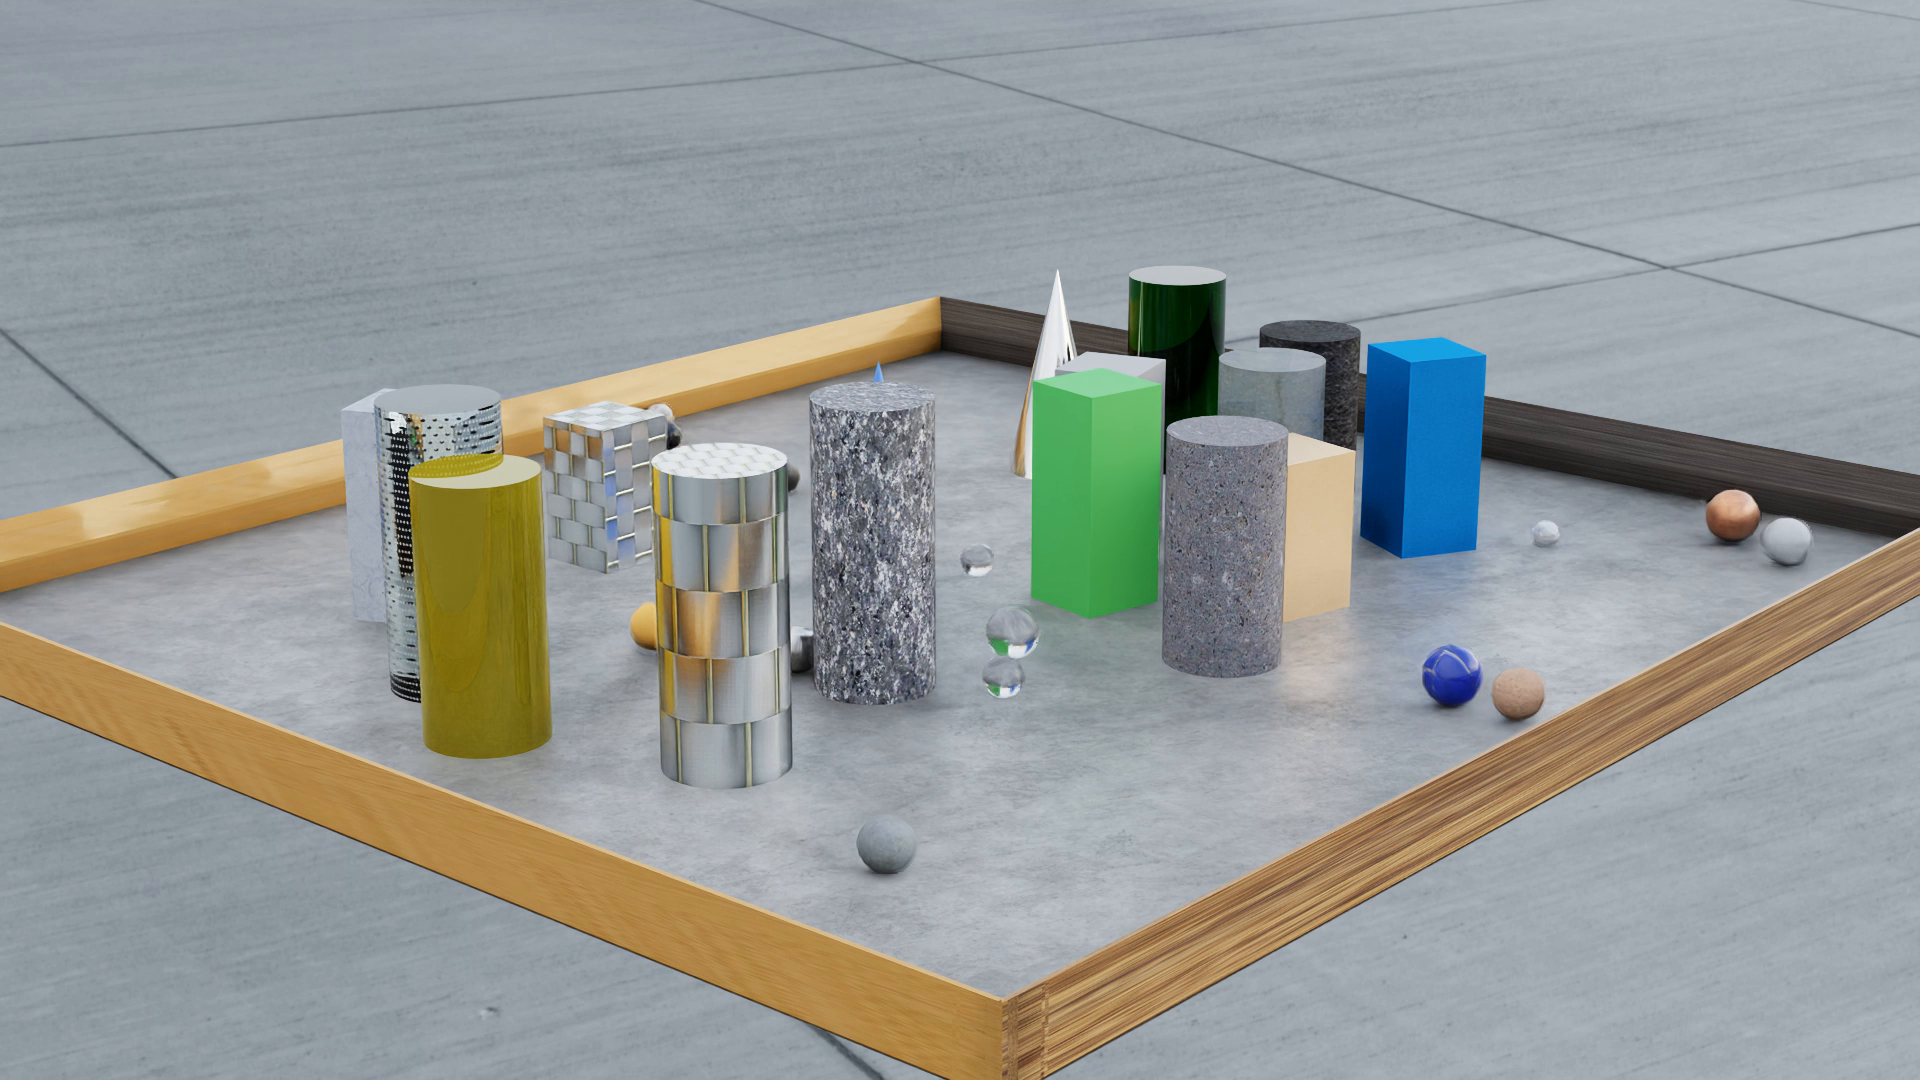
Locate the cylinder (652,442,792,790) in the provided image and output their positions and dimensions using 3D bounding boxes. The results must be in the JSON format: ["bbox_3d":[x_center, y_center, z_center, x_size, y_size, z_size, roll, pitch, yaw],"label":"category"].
[{"bbox_3d":[-0.345,0.109,4.277,0.195,0.467,0.195,0,17,0],"label":"cylinder"}]

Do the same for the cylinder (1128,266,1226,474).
[{"bbox_3d":[0.435,-0.344,5.918,0.195,0.387,0.195,0,17,0],"label":"cylinder"}]

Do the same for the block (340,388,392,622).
[{"bbox_3d":[-0.937,-0.056,4.997,0.156,0.368,0.156,5,17,16],"label":"block"}]

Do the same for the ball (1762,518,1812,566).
[{"bbox_3d":[1.492,0.003,5.288,0.086,0.086,0.086,0,17,0],"label":"ball"}]

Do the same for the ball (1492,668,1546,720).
[{"bbox_3d":[0.861,0.237,4.521,0.081,0.081,0.081,0,17,0],"label":"ball"}]

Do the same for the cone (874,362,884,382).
[{"bbox_3d":[-0.141,-0.119,5.146,0.195,0.403,0.195,0,17,0],"label":"cone"}]

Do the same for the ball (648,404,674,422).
[{"bbox_3d":[-0.636,-0.259,6.200,0.059,0.059,0.059,0,17,0],"label":"ball"}]

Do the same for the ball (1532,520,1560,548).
[{"bbox_3d":[1.080,-0.012,5.401,0.049,0.049,0.049,0,17,0],"label":"ball"}]

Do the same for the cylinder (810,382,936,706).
[{"bbox_3d":[-0.136,0.004,4.616,0.195,0.473,0.195,0,17,0],"label":"cylinder"}]

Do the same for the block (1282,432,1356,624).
[{"bbox_3d":[0.564,-0.023,5.044,0.156,0.277,0.156,-12,21,-35],"label":"block"}]

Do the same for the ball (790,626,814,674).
[{"bbox_3d":[-0.259,0.177,4.730,0.076,0.076,0.076,0,17,0],"label":"ball"}]

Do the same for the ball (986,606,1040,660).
[{"bbox_3d":[0.086,0.152,4.792,0.088,0.088,0.088,0,17,0],"label":"ball"}]

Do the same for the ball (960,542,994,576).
[{"bbox_3d":[0.031,0.035,5.227,0.061,0.061,0.061,0,17,0],"label":"ball"}]

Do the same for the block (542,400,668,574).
[{"bbox_3d":[-0.639,-0.097,5.311,0.156,0.265,0.156,14,21,38],"label":"block"}]

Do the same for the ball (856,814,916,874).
[{"bbox_3d":[-0.099,0.409,3.953,0.080,0.080,0.080,0,17,0],"label":"ball"}]

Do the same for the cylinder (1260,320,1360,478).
[{"bbox_3d":[0.678,-0.250,5.719,0.195,0.323,0.195,0,17,0],"label":"cylinder"}]

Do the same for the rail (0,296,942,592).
[{"bbox_3d":[-0.945,-0.205,5.906,0.045,0.127,2.793,14,22,39],"label":"rail"}]

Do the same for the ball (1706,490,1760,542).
[{"bbox_3d":[1.430,-0.045,5.427,0.097,0.097,0.097,0,17,0],"label":"ball"}]

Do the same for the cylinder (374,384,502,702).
[{"bbox_3d":[-0.811,0.006,4.619,0.195,0.468,0.195,0,17,0],"label":"cylinder"}]

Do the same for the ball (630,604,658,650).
[{"bbox_3d":[-0.507,0.143,4.843,0.076,0.076,0.076,0,17,0],"label":"ball"}]

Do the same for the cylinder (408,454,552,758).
[{"bbox_3d":[-0.718,0.098,4.400,0.195,0.418,0.195,0,17,0],"label":"cylinder"}]

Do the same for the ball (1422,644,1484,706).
[{"bbox_3d":[0.769,0.211,4.583,0.095,0.095,0.095,0,17,0],"label":"ball"}]

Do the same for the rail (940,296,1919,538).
[{"bbox_3d":[0.900,-0.268,6.113,2.551,0.127,0.045,14,22,39],"label":"rail"}]

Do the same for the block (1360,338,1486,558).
[{"bbox_3d":[0.848,-0.170,5.378,0.156,0.367,0.156,-6,18,-20],"label":"block"}]

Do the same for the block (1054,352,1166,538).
[{"bbox_3d":[0.274,-0.158,5.385,0.156,0.338,0.156,7,18,23],"label":"block"}]

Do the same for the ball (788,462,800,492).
[{"bbox_3d":[-0.346,-0.125,5.752,0.064,0.064,0.064,0,17,0],"label":"ball"}]

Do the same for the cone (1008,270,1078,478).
[{"bbox_3d":[0.193,-0.342,5.874,0.195,0.409,0.195,0,17,0],"label":"cone"}]

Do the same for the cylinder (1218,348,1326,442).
[{"bbox_3d":[0.570,-0.165,5.402,0.195,0.343,0.195,0,17,0],"label":"cylinder"}]

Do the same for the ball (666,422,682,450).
[{"bbox_3d":[-0.604,-0.216,6.063,0.058,0.058,0.058,0,17,0],"label":"ball"}]

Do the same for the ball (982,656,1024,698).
[{"bbox_3d":[0.068,0.215,4.618,0.067,0.067,0.067,0,17,0],"label":"ball"}]

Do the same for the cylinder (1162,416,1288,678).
[{"bbox_3d":[0.428,0.009,4.750,0.195,0.385,0.195,0,17,0],"label":"cylinder"}]

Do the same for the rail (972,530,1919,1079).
[{"bbox_3d":[0.945,0.269,4.334,0.045,0.127,2.793,14,22,39],"label":"rail"}]

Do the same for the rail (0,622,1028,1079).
[{"bbox_3d":[-0.900,0.331,4.128,2.551,0.127,0.045,14,22,39],"label":"rail"}]

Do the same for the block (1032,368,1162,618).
[{"bbox_3d":[0.234,-0.083,5.051,0.156,0.388,0.156,-13,21,-36],"label":"block"}]
